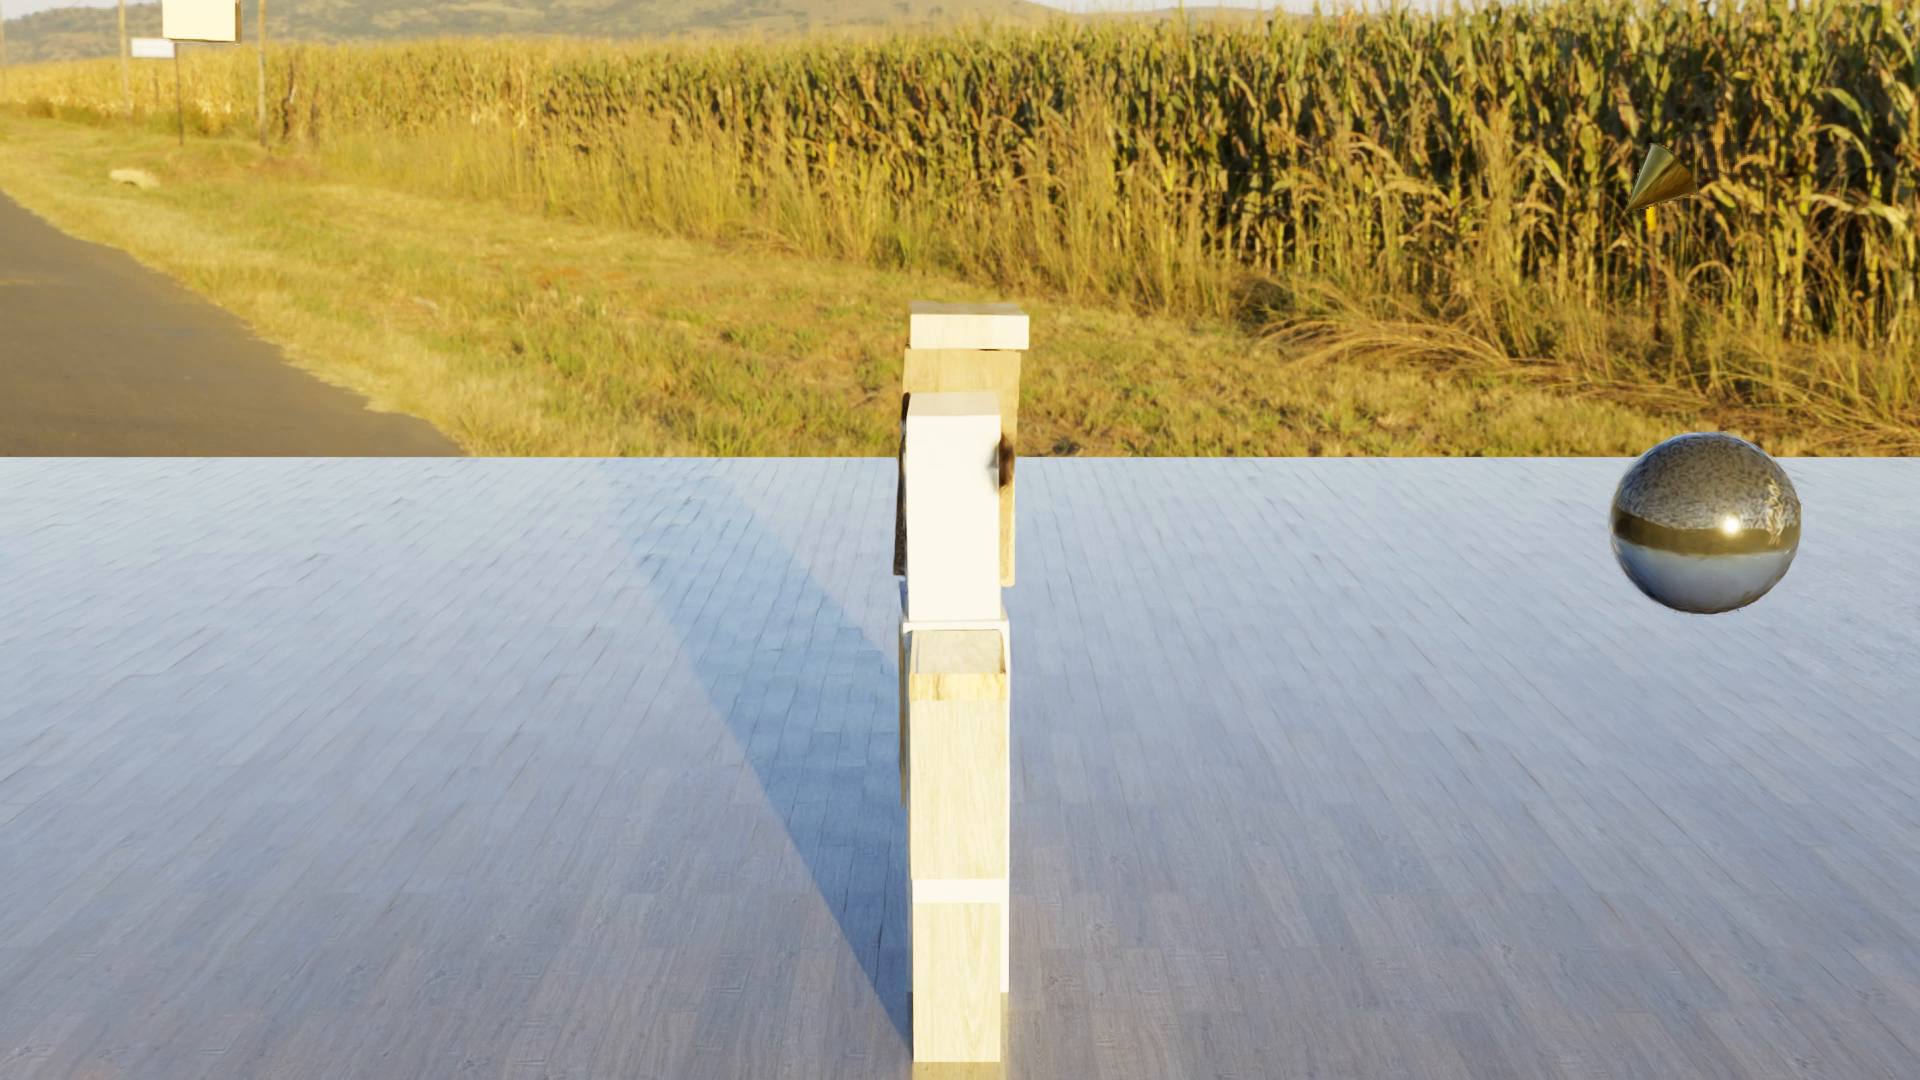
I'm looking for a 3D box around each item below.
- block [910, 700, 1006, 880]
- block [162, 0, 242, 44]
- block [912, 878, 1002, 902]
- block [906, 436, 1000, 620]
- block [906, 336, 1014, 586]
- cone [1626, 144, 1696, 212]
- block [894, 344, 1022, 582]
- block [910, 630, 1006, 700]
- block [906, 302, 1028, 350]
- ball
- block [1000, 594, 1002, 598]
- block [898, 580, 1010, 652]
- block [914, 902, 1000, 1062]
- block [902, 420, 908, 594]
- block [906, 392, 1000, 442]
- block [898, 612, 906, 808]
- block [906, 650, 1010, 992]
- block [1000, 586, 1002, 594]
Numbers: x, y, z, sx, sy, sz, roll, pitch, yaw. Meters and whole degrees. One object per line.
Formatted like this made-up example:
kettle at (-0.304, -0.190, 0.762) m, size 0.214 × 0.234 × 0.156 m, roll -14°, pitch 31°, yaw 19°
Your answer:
block at (-0.002, 0.325, 2.929) m, size 0.126 × 0.252 × 0.036 m, roll 0°, pitch 11°, yaw -1°
block at (-1.607, -1.133, 4.665) m, size 0.143 × 0.143 × 0.143 m, roll 0°, pitch 10°, yaw -13°
block at (-0.004, 0.447, 3.054) m, size 0.118 × 0.033 × 0.236 m, roll 0°, pitch 11°, yaw 0°
block at (-0.010, -0.017, 3.128) m, size 0.130 × 0.259 × 0.037 m, roll -1°, pitch 11°, yaw -3°
block at (0.001, -0.132, 3.640) m, size 0.177 × 0.411 × 0.050 m, roll 0°, pitch 8°, yaw 0°
cone at (1.494, -0.758, 4.762) m, size 0.137 × 0.137 × 0.137 m, roll -42°, pitch 11°, yaw 4°
block at (-0.006, -0.120, 3.403) m, size 0.177 × 0.355 × 0.050 m, roll 3°, pitch 8°, yaw -2°
block at (-0.003, 0.169, 2.986) m, size 0.126 × 0.036 × 0.252 m, roll 0°, pitch 11°, yaw 0°
block at (0.008, -0.342, 3.490) m, size 0.177 × 0.050 × 0.355 m, roll 1°, pitch 9°, yaw -3°
ball at (0.499, -0.011, 1.476) m, size 0.123 × 0.123 × 0.123 m, roll 0°, pitch 11°, yaw 0°
block at (0.002, 0.112, 3.558) m, size 0.130 × 0.037 × 0.260 m, roll 0°, pitch 10°, yaw 0°
block at (-0.013, 0.110, 3.270) m, size 0.150 × 0.042 × 0.300 m, roll -1°, pitch 11°, yaw -3°
block at (-0.004, 0.594, 3.001) m, size 0.118 × 0.236 × 0.033 m, roll 0°, pitch 11°, yaw 0°
block at (-0.020, -0.050, 3.300) m, size 0.130 × 0.259 × 0.037 m, roll -1°, pitch 10°, yaw 0°
block at (-0.009, -0.179, 3.186) m, size 0.130 × 0.037 × 0.259 m, roll -1°, pitch 11°, yaw 0°
block at (-0.019, 0.261, 3.398) m, size 0.150 × 0.300 × 0.042 m, roll -1°, pitch 10°, yaw -3°
block at (-0.004, 0.407, 3.221) m, size 0.150 × 0.523 × 0.042 m, roll 0°, pitch 11°, yaw 0°
block at (0.000, -0.008, 4.036) m, size 0.152 × 0.303 × 0.043 m, roll 0°, pitch 11°, yaw 0°
